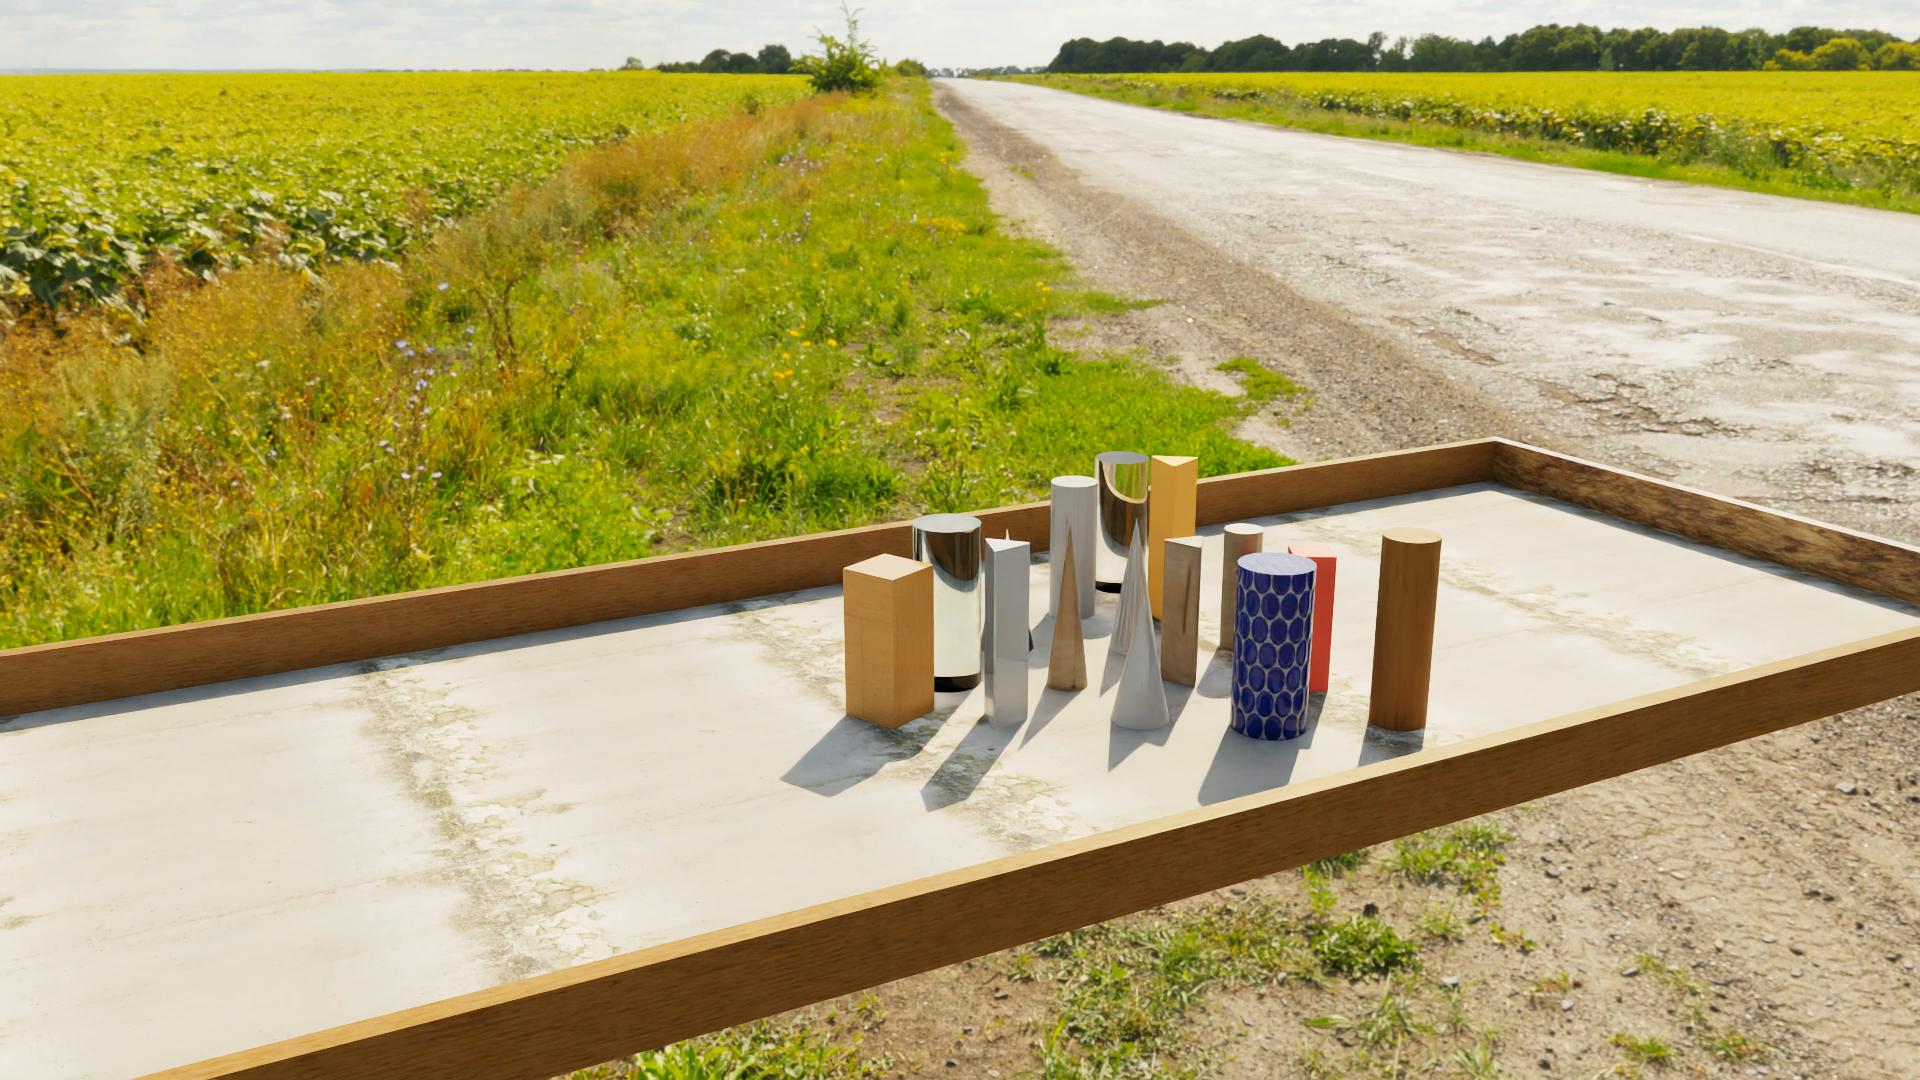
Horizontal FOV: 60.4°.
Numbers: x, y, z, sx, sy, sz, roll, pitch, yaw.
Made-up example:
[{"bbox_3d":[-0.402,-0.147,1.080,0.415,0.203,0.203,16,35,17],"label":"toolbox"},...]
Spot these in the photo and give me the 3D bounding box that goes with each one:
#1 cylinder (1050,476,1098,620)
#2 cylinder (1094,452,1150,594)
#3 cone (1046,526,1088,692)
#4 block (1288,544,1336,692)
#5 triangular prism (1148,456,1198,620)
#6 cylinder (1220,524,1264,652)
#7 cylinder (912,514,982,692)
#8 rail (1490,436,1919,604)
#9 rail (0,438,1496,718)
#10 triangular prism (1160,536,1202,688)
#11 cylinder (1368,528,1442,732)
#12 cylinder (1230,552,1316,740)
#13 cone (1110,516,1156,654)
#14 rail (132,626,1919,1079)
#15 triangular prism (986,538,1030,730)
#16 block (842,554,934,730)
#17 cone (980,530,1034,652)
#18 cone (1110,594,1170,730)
[{"bbox_3d":[0.316,0.021,4.606,0.129,0.382,0.129,0,16,0],"label":"cylinder"},{"bbox_3d":[0.471,-0.052,4.840,0.158,0.390,0.158,0,16,0],"label":"cylinder"},{"bbox_3d":[0.268,0.157,4.069,0.104,0.423,0.104,0,16,0],"label":"cone"},{"bbox_3d":[0.861,0.194,4.078,0.101,0.348,0.101,1,16,2],"label":"block"},{"bbox_3d":[0.571,-0.005,4.573,0.108,0.451,0.124,12,20,36],"label":"triangular prism"},{"bbox_3d":[0.741,0.126,4.350,0.101,0.324,0.101,0,16,0],"label":"cylinder"},{"bbox_3d":[-0.033,0.156,4.094,0.170,0.412,0.170,0,16,0],"label":"cylinder"},{"bbox_3d":[2.466,-0.048,5.253,0.050,0.150,2.100,-9,18,-27],"label":"rail"},{"bbox_3d":[-3.305,0.497,3.399,12.000,0.150,0.050,-9,18,-27],"label":"rail"},{"bbox_3d":[0.572,0.174,4.117,0.102,0.364,0.088,13,21,38],"label":"triangular prism"},{"bbox_3d":[1.034,0.208,3.836,0.132,0.457,0.132,0,16,0],"label":"cylinder"},{"bbox_3d":[0.723,0.244,3.816,0.178,0.398,0.178,0,16,0],"label":"cylinder"},{"bbox_3d":[0.460,0.111,4.335,0.127,0.362,0.127,0,16,0],"label":"cone"},{"bbox_3d":[-2.336,1.006,1.665,12.000,0.150,0.050,-9,18,-27],"label":"rail"},{"bbox_3d":[0.090,0.215,3.855,0.107,0.434,0.092,-14,21,-39],"label":"triangular prism"},{"bbox_3d":[-0.167,0.237,3.899,0.150,0.366,0.150,12,20,36],"label":"block"},{"bbox_3d":[0.123,0.126,4.346,0.146,0.326,0.146,0,16,0],"label":"cone"},{"bbox_3d":[0.428,0.271,3.872,0.140,0.316,0.140,0,16,0],"label":"cone"}]
